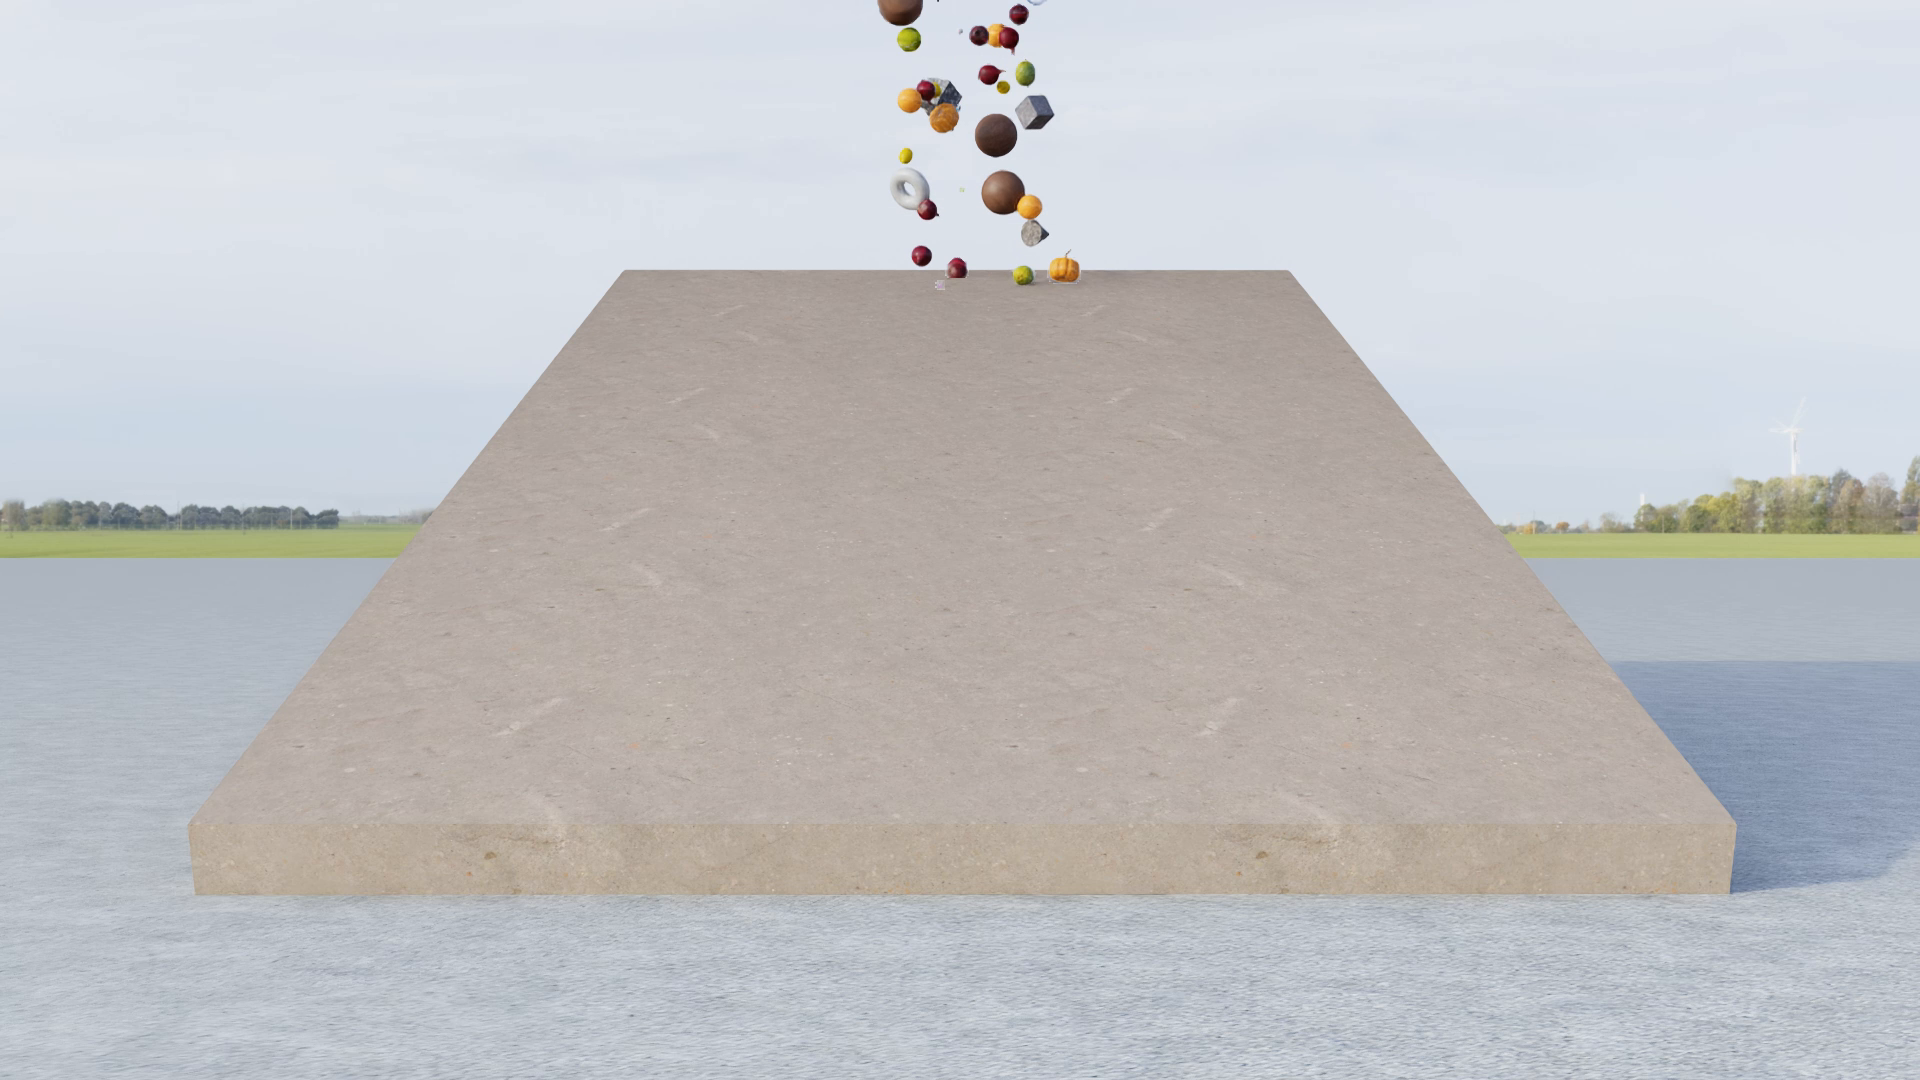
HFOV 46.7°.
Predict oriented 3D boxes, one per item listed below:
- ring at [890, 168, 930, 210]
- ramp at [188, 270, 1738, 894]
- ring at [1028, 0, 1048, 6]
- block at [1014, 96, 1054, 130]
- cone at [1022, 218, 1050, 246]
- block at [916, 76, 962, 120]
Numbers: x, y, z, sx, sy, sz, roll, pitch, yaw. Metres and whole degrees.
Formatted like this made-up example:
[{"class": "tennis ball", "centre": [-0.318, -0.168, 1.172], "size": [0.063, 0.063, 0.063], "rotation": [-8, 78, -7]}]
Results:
[{"class": "ring", "centre": [-0.148, -1.039, 6.580], "size": [0.136, 0.136, 0.045], "rotation": [0, 33, 38]}, {"class": "ramp", "centre": [-0.003, -0.176, 4.796], "size": [2.000, 0.100, 4.000], "rotation": [0, 17, 0]}, {"class": "ring", "centre": [0.224, -1.571, 6.367], "size": [0.081, 0.081, 0.027], "rotation": [0, -3, 22]}, {"class": "block", "centre": [0.208, -1.192, 6.201], "size": [0.067, 0.067, 0.067], "rotation": [-10, -22, -41]}, {"class": "cone", "centre": [0.237, -0.899, 6.530], "size": [0.082, 0.082, 0.082], "rotation": [-3, 2, -45]}, {"class": "block", "centre": [-0.062, -1.314, 6.615], "size": [0.083, 0.083, 0.083], "rotation": [19, -15, 36]}]
